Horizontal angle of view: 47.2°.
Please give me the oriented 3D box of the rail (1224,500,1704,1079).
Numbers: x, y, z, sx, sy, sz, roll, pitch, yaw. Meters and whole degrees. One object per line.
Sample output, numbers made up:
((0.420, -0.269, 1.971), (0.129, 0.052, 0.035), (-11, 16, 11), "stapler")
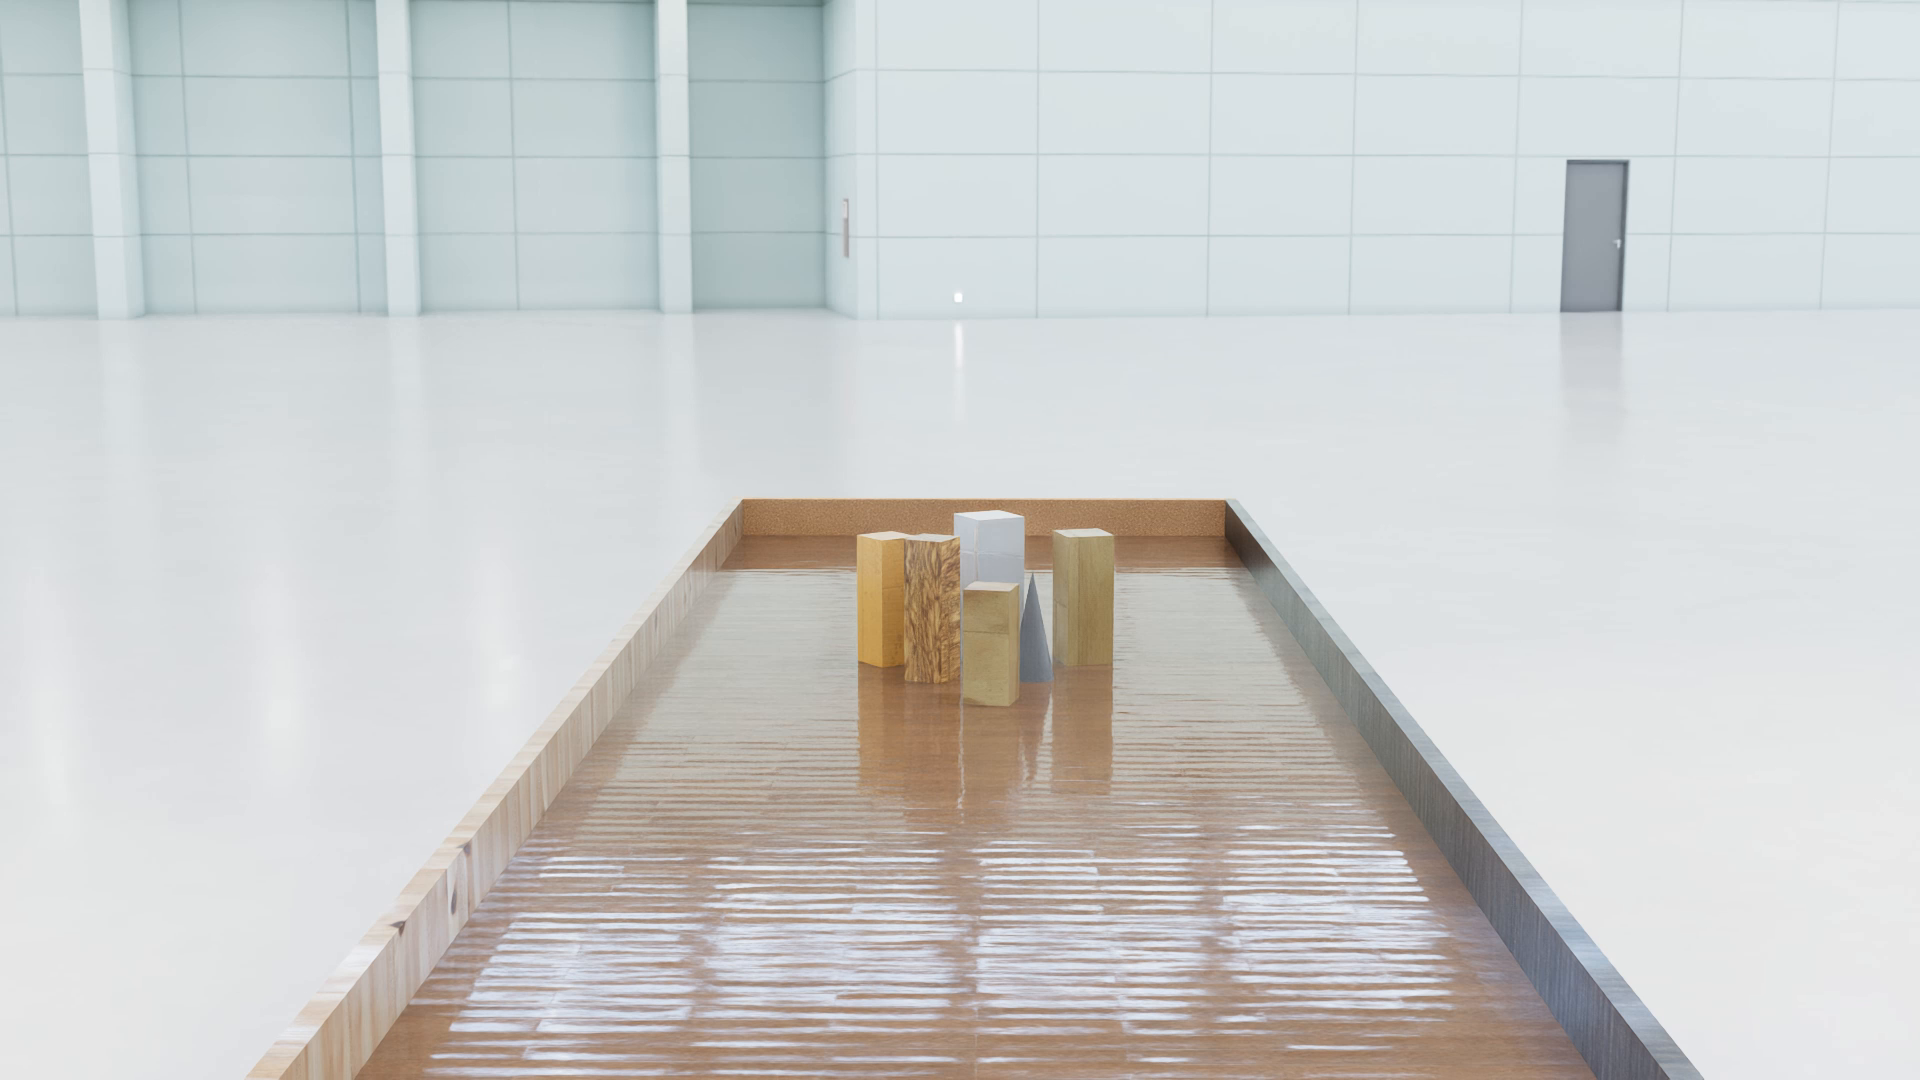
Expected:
((1.046, 0.843, 3.208), (0.050, 0.150, 12.000), (0, 9, 1), "rail")

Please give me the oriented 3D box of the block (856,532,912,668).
((-0.220, 0.178, 6.654), (0.130, 0.386, 0.130), (-7, 11, -36), "block")

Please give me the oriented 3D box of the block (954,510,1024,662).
((0.088, 0.146, 6.658), (0.156, 0.447, 0.156), (-5, 10, -28), "block")

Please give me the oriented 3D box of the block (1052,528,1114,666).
((0.373, 0.172, 6.672), (0.145, 0.392, 0.145), (-3, 9, -16), "block")

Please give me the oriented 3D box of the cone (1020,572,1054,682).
((0.211, 0.245, 6.429), (0.130, 0.323, 0.130), (0, 9, 0), "cone")

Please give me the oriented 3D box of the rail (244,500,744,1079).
((-1.004, 0.839, 3.234), (0.050, 0.150, 12.000), (0, 9, 1), "rail")

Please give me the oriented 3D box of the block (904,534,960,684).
((-0.081, 0.199, 6.423), (0.121, 0.417, 0.121), (4, 10, 26), "block")

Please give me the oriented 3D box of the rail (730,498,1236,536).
((0.099, -0.098, 9.147), (2.100, 0.150, 0.050), (0, 9, 1), "rail")

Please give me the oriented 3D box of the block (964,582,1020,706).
((0.088, 0.289, 6.149), (0.130, 0.324, 0.130), (2, 9, 14), "block")
